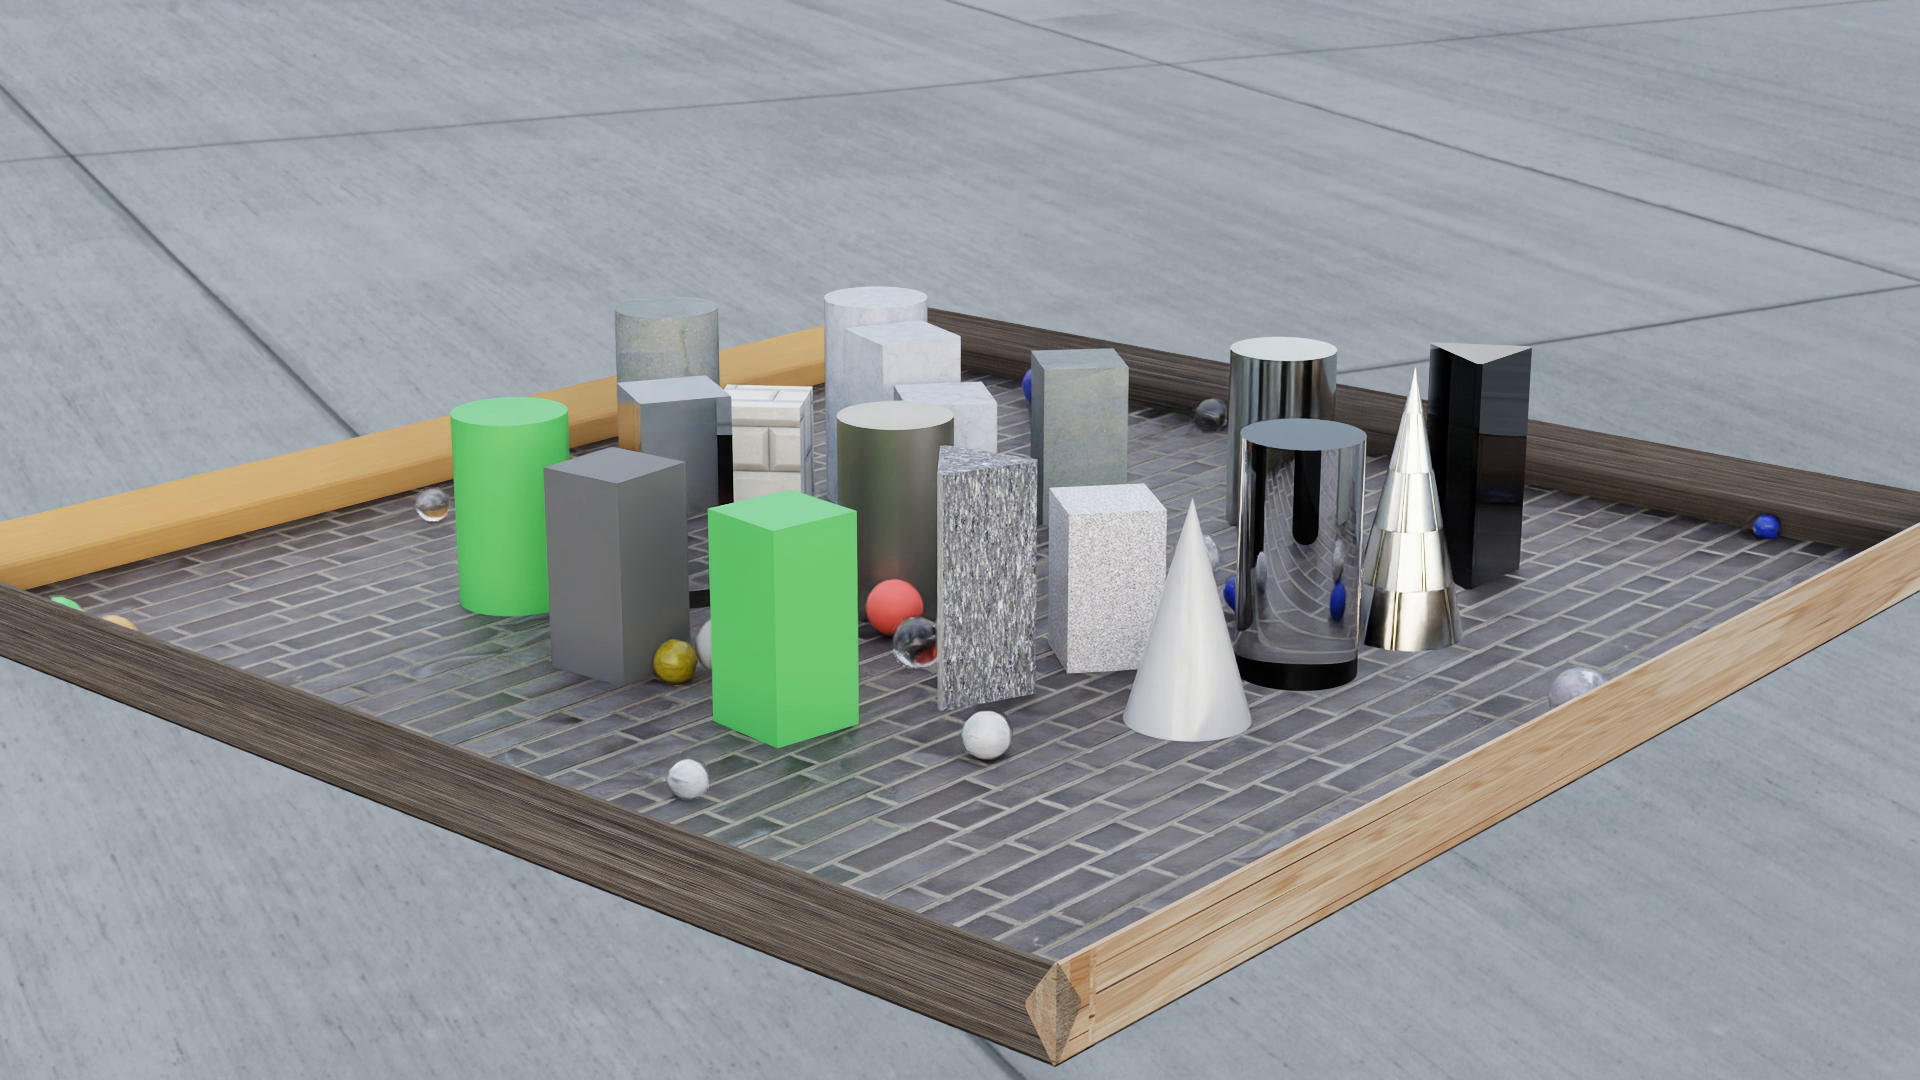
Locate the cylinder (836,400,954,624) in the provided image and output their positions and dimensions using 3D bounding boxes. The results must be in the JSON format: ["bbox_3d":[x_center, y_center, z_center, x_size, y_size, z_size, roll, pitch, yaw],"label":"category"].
[{"bbox_3d":[-0.110,-0.048,5.022,0.200,0.342,0.200,0,17,0],"label":"cylinder"}]

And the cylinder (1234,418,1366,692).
[{"bbox_3d":[0.543,0.022,4.697,0.200,0.396,0.200,0,17,0],"label":"cylinder"}]

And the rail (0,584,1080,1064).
[{"bbox_3d":[-0.827,0.307,4.208,2.527,0.130,0.045,14,22,39],"label":"rail"}]

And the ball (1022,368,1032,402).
[{"bbox_3d":[0.185,-0.337,6.402,0.100,0.100,0.100,0,17,0],"label":"ball"}]

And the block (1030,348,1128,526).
[{"bbox_3d":[0.226,-0.198,5.590,0.160,0.302,0.160,-2,17,-7],"label":"block"}]

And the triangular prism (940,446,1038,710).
[{"bbox_3d":[0.009,0.052,4.621,0.173,0.381,0.150,-9,19,-27],"label":"triangular prism"}]

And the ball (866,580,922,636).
[{"bbox_3d":[-0.110,0.113,4.913,0.096,0.096,0.096,0,17,0],"label":"ball"}]

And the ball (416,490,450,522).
[{"bbox_3d":[-1.001,-0.065,5.566,0.062,0.062,0.062,0,17,0],"label":"ball"}]

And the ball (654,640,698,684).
[{"bbox_3d":[-0.455,0.194,4.690,0.071,0.071,0.071,0,17,0],"label":"ball"}]

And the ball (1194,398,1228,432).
[{"bbox_3d":[0.532,-0.264,6.208,0.072,0.072,0.072,0,17,0],"label":"ball"}]

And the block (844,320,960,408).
[{"bbox_3d":[-0.107,-0.201,5.462,0.160,0.381,0.160,-9,19,-27],"label":"block"}]

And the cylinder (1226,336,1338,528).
[{"bbox_3d":[0.606,-0.199,5.539,0.200,0.333,0.200,0,17,0],"label":"cylinder"}]

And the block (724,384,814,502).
[{"bbox_3d":[-0.359,-0.126,5.380,0.160,0.285,0.160,2,17,5],"label":"block"}]

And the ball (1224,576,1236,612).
[{"bbox_3d":[0.486,0.092,5.036,0.066,0.066,0.066,0,17,0],"label":"ball"}]

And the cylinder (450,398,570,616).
[{"bbox_3d":[-0.772,-0.059,5.069,0.200,0.337,0.200,0,17,0],"label":"cylinder"}]

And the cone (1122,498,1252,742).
[{"bbox_3d":[0.352,0.106,4.486,0.200,0.357,0.200,0,17,0],"label":"cone"}]

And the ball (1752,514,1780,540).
[{"bbox_3d":[1.499,-0.024,5.454,0.047,0.047,0.047,0,17,0],"label":"ball"}]

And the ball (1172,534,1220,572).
[{"bbox_3d":[0.421,0.027,5.221,0.083,0.083,0.083,0,17,0],"label":"ball"}]

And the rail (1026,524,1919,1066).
[{"bbox_3d":[0.936,0.267,4.342,0.045,0.130,2.570,14,22,39],"label":"rail"}]

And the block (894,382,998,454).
[{"bbox_3d":[-0.027,-0.105,5.244,0.160,0.323,0.160,-3,17,-9],"label":"block"}]

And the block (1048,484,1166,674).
[{"bbox_3d":[0.239,0.061,4.790,0.160,0.267,0.160,-3,17,-9],"label":"block"}]

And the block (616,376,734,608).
[{"bbox_3d":[-0.491,-0.081,5.081,0.160,0.371,0.160,-6,18,-20],"label":"block"}]

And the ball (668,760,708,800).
[{"bbox_3d":[-0.391,0.344,4.215,0.057,0.057,0.057,0,17,0],"label":"ball"}]

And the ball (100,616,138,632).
[{"bbox_3d":[-1.372,0.167,4.748,0.087,0.087,0.087,0,17,0],"label":"ball"}]

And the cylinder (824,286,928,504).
[{"bbox_3d":[-0.162,-0.278,5.695,0.200,0.395,0.200,0,17,0],"label":"cylinder"}]

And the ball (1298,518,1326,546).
[{"bbox_3d":[0.651,-0.016,5.420,0.050,0.050,0.050,0,17,0],"label":"ball"}]

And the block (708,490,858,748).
[{"bbox_3d":[-0.268,0.118,4.473,0.160,0.341,0.160,-14,22,-40],"label":"block"}]

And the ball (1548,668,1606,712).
[{"bbox_3d":[0.948,0.242,4.484,0.096,0.096,0.096,0,17,0],"label":"ball"}]

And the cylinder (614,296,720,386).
[{"bbox_3d":[-0.568,-0.273,5.721,0.200,0.370,0.200,0,17,0],"label":"cylinder"}]

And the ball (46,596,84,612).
[{"bbox_3d":[-1.491,0.138,4.849,0.089,0.089,0.089,0,17,0],"label":"ball"}]

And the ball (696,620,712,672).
[{"bbox_3d":[-0.377,0.170,4.721,0.098,0.098,0.098,0,17,0],"label":"ball"}]

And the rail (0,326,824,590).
[{"bbox_3d":[-0.936,-0.202,5.898,0.045,0.130,2.570,14,22,39],"label":"rail"}]

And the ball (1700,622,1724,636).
[{"bbox_3d":[1.237,0.171,4.757,0.076,0.076,0.076,0,17,0],"label":"ball"}]

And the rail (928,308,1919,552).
[{"bbox_3d":[0.827,-0.242,6.032,2.527,0.130,0.045,14,22,39],"label":"rail"}]

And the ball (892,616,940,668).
[{"bbox_3d":[-0.068,0.166,4.759,0.084,0.084,0.084,0,17,0],"label":"ball"}]

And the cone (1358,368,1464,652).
[{"bbox_3d":[0.747,-0.065,4.875,0.200,0.459,0.200,0,17,0],"label":"cone"}]

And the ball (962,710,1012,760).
[{"bbox_3d":[0.040,0.291,4.364,0.073,0.073,0.073,0,17,0],"label":"ball"}]

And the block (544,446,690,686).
[{"bbox_3d":[-0.552,0.041,4.738,0.160,0.337,0.160,12,21,35],"label":"block"}]

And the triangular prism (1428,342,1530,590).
[{"bbox_3d":[0.894,-0.141,5.216,0.150,0.408,0.173,14,22,38],"label":"triangular prism"}]
